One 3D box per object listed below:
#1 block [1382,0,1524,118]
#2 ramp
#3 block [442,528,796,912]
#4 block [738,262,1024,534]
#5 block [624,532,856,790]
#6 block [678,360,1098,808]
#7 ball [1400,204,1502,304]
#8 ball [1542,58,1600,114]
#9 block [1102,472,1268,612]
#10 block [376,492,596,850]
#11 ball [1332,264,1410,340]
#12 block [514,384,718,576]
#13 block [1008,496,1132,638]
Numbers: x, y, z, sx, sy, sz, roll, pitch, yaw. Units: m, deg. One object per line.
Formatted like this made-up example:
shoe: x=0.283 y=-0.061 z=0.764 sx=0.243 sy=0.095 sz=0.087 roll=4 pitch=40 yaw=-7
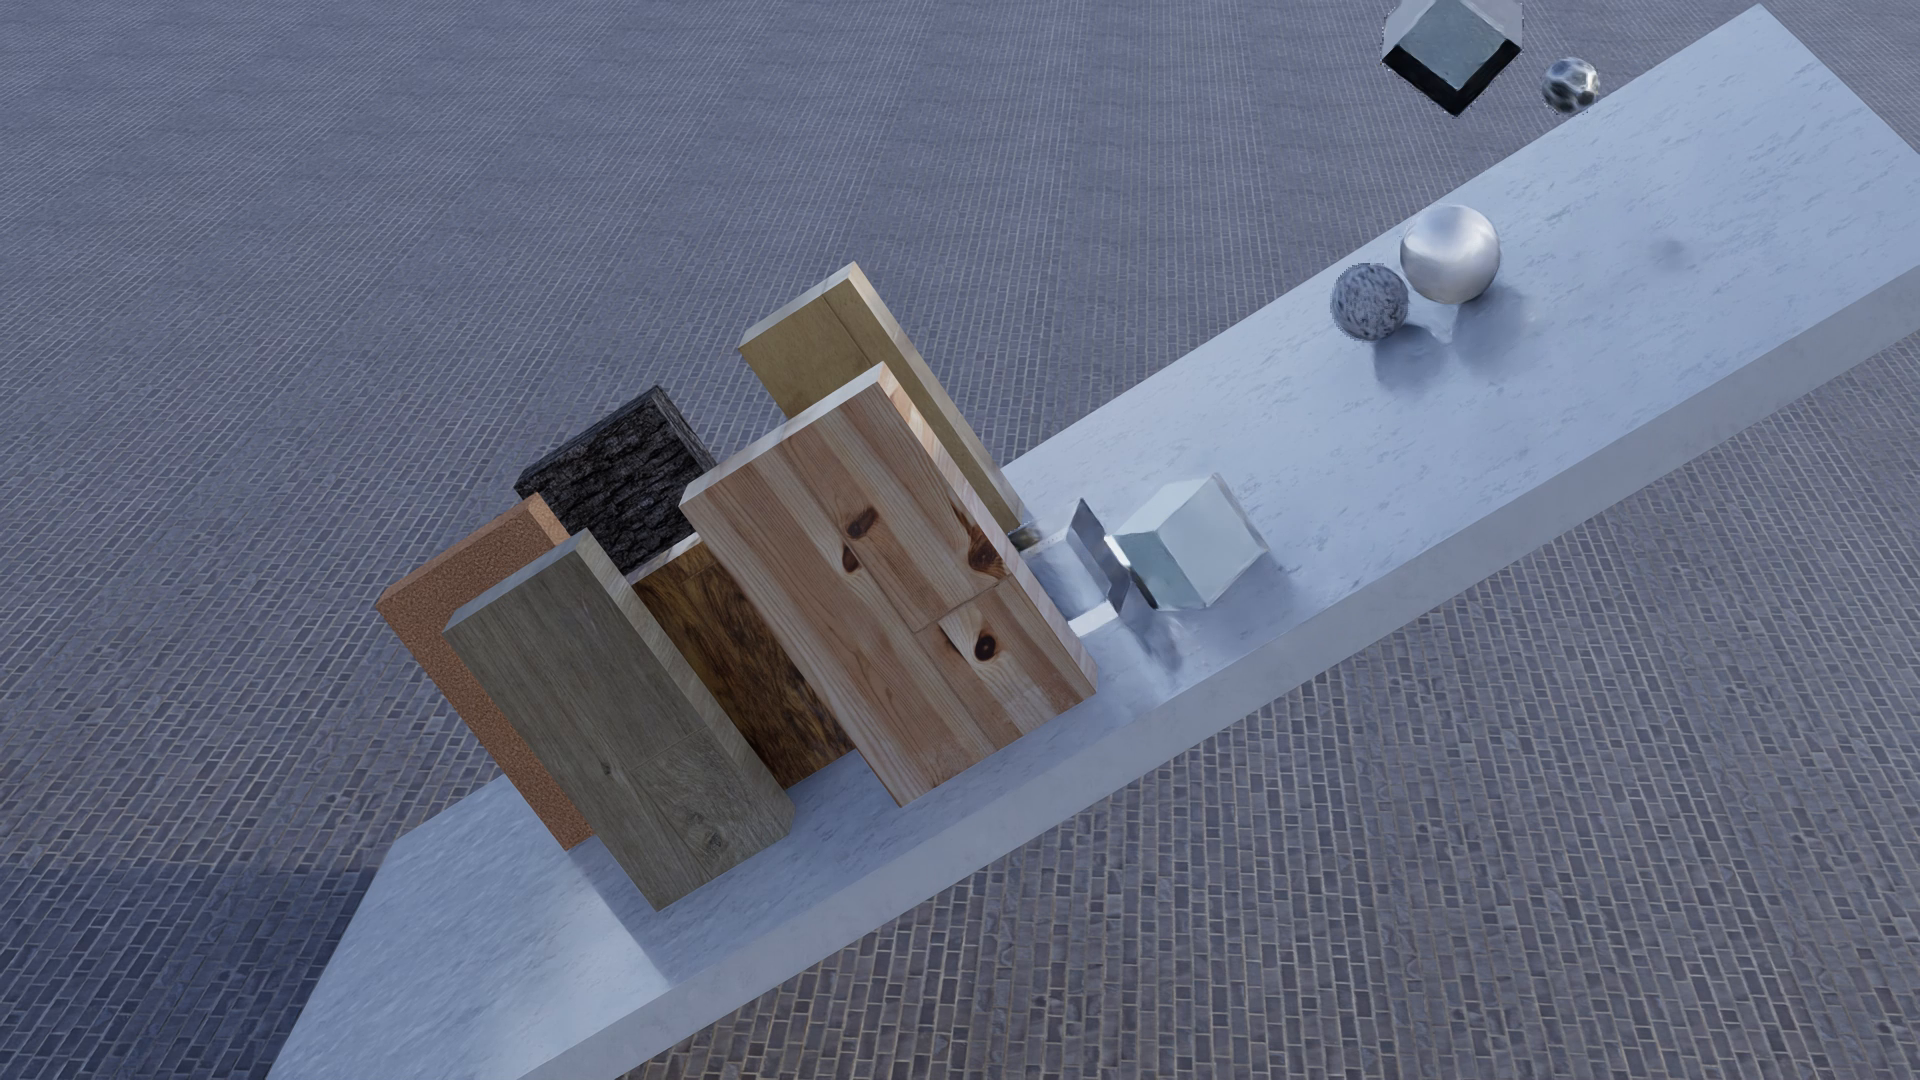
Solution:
block: x=1.002 y=-1.028 z=5.980 sx=0.197 sy=0.197 sz=0.197 roll=35 pitch=34 yaw=-12
ramp: x=0.138 y=0.172 z=6.299 sx=4.000 sy=0.100 sz=2.000 roll=-31 pitch=16 yaw=14
block: x=-0.675 y=0.364 z=5.877 sx=0.329 sy=0.723 sz=0.123 roll=-31 pitch=16 yaw=14
block: x=-0.175 y=-0.257 z=6.737 sx=0.304 sy=0.698 sz=0.144 roll=-31 pitch=16 yaw=14
block: x=-0.518 y=0.291 z=6.105 sx=0.376 sy=0.544 sz=0.105 roll=-31 pitch=16 yaw=14
block: x=-0.128 y=0.090 z=5.526 sx=0.448 sy=0.728 sz=0.126 roll=-31 pitch=16 yaw=14
ball: x=1.023 y=-0.596 z=6.135 sx=0.208 sy=0.208 sz=0.208 roll=0 pitch=21 yaw=0
ball: x=1.290 y=-0.960 z=6.216 sx=0.119 sy=0.119 sz=0.119 roll=0 pitch=21 yaw=0
block: x=0.432 y=0.004 z=5.630 sx=0.184 sy=0.184 sz=0.184 roll=-42 pitch=17 yaw=-25
block: x=-0.917 y=0.301 z=6.605 sx=0.427 sy=0.714 sz=0.109 roll=-31 pitch=16 yaw=14
ball: x=0.875 y=-0.507 z=6.269 sx=0.163 sy=0.163 sz=0.163 roll=0 pitch=21 yaw=0
block: x=-0.713 y=0.009 z=7.148 sx=0.411 sy=0.664 sz=0.122 roll=-31 pitch=16 yaw=14
block: x=0.200 y=0.074 z=5.894 sx=0.195 sy=0.195 sz=0.195 roll=-29 pitch=16 yaw=24
